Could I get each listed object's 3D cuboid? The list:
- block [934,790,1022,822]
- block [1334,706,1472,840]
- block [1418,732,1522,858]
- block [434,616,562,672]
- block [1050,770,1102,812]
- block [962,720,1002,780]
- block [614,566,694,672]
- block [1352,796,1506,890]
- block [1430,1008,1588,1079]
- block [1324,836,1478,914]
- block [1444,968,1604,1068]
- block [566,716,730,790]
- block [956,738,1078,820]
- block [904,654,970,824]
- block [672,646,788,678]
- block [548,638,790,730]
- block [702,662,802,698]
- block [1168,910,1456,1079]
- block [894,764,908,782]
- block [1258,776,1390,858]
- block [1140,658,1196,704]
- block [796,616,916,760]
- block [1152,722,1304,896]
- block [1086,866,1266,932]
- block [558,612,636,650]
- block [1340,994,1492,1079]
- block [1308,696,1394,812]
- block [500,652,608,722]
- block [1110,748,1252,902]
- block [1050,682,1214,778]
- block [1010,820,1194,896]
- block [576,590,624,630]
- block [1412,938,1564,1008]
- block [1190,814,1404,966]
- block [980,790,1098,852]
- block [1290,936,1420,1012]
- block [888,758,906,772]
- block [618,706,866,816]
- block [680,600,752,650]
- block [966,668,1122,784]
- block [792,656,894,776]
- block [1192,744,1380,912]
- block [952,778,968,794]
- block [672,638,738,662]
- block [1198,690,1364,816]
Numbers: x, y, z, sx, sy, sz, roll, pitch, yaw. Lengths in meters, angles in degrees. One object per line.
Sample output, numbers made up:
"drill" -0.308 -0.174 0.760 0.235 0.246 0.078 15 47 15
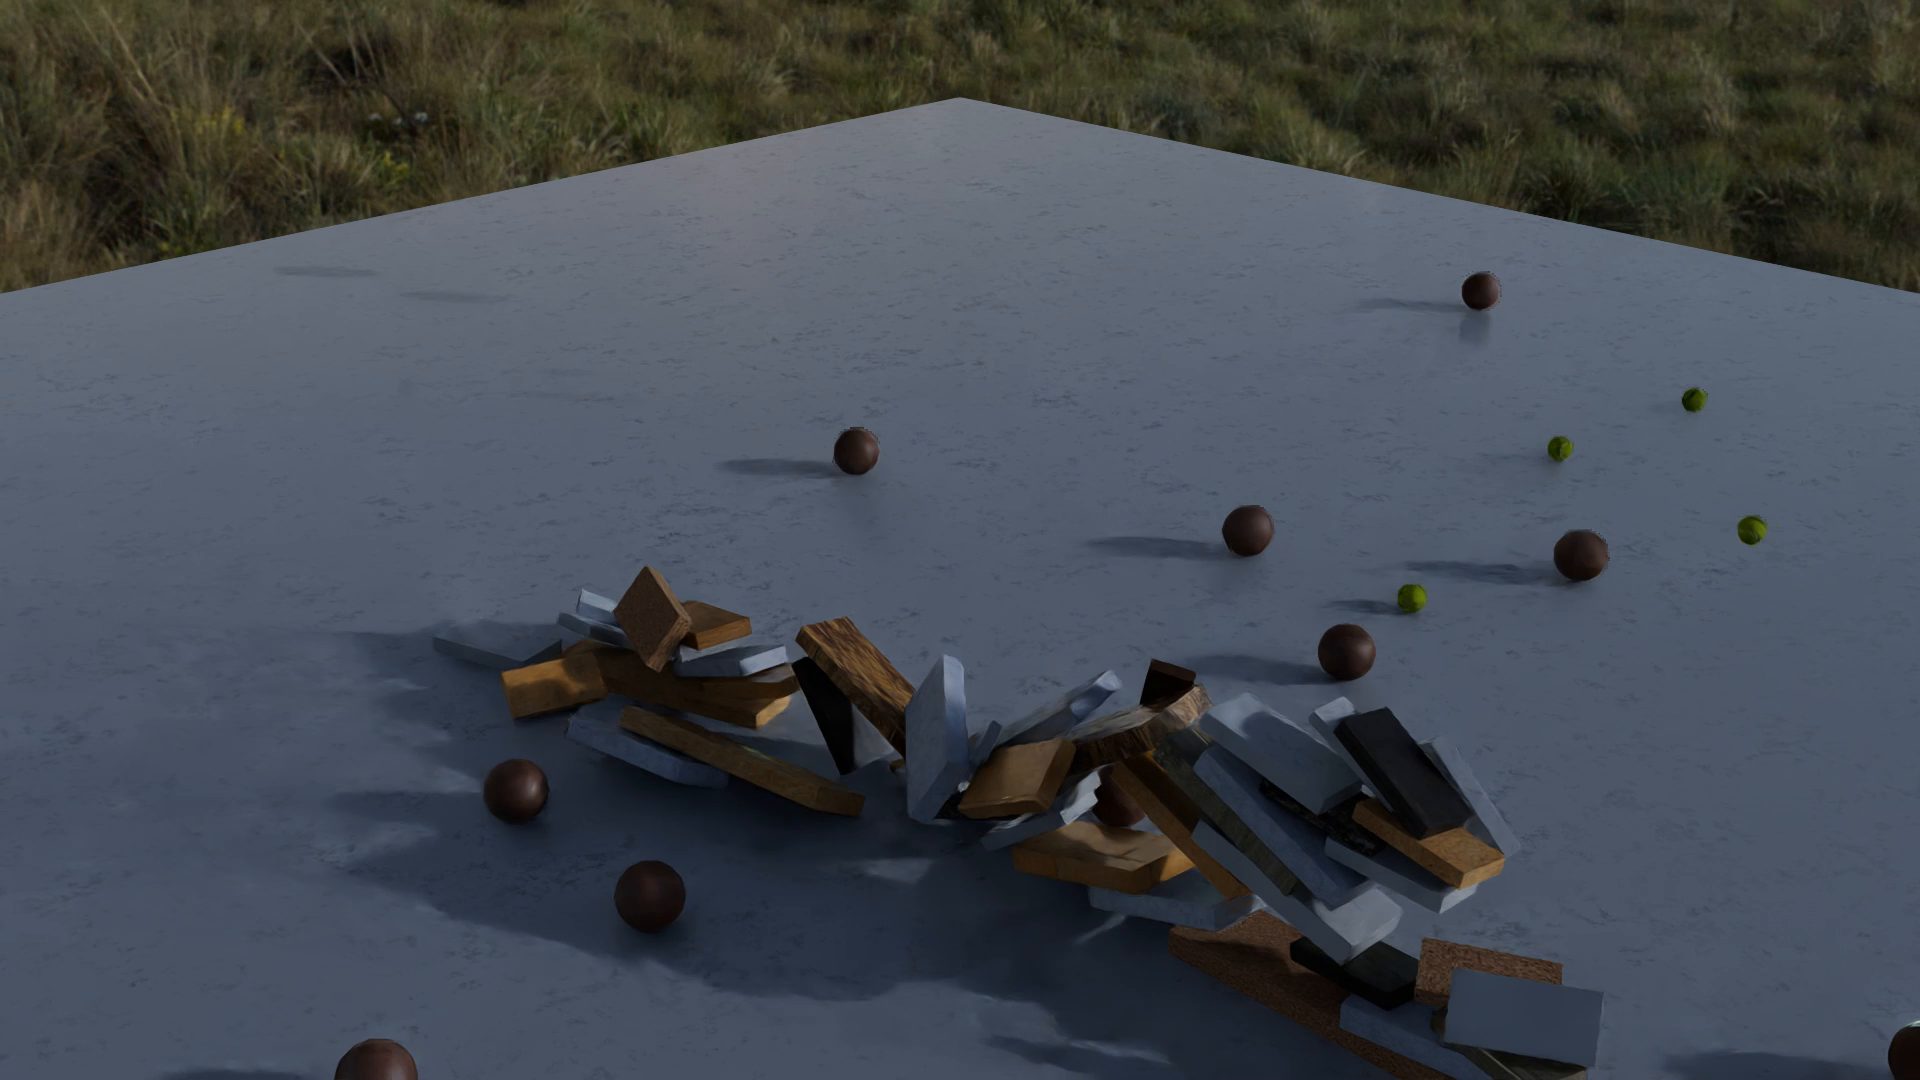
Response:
"block" 0.054 0.520 4.391 0.224 0.032 0.112 -5 17 45
"block" 0.737 0.387 3.666 0.114 0.032 0.236 -10 52 -38
"block" 0.854 0.435 3.716 0.032 0.229 0.114 -31 -7 -10
"block" -1.079 0.246 5.133 0.270 0.038 0.135 12 26 27
"block" 0.153 0.483 4.255 0.224 0.032 0.112 -6 18 47
"block" 0.019 0.417 4.251 0.024 0.171 0.085 34 54 -9
"block" -0.690 0.174 4.933 0.038 0.135 0.270 31 8 -34
"block" 0.774 0.492 3.634 0.114 0.032 0.229 -11 32 -40
"block" 0.880 0.817 3.537 0.117 0.033 0.233 -12 27 -27
"block" 0.735 0.542 3.667 0.229 0.032 0.114 25 28 36
"block" 0.894 0.758 3.492 0.233 0.117 0.033 7 -13 13
"block" -0.647 0.441 4.571 0.321 0.046 0.161 17 -1 35
"block" 0.104 0.445 4.084 0.265 0.037 0.132 -18 39 57
"block" -0.047 0.388 4.321 0.046 0.161 0.321 23 32 -18
"block" -0.512 0.269 4.878 0.128 0.036 0.257 -18 10 -41
"block" -0.660 0.322 4.954 0.563 0.038 0.135 12 26 25
"block" -0.429 0.305 4.795 0.257 0.036 0.128 -4 14 45
"block" 0.690 0.807 3.797 0.173 0.049 0.724 -20 30 -39
"block" -0.061 0.473 4.478 0.138 0.020 0.069 5 25 44
"block" 0.635 0.451 3.738 0.229 0.032 0.114 30 31 31
"block" 0.384 0.293 4.104 0.085 0.171 0.024 17 52 8
"block" -0.164 0.314 4.539 0.135 0.038 0.406 -11 48 -48
"block" 0.513 0.460 3.856 0.172 0.049 0.344 -16 53 -45
"block" 0.405 0.646 4.049 0.166 0.047 0.331 -18 11 -37
"block" -0.815 0.216 5.078 0.107 0.030 0.213 20 -1 38
"block" 0.827 0.815 3.651 0.346 0.049 0.173 18 29 36
"block" 0.687 0.360 3.714 0.085 0.024 0.212 -19 59 -41
"block" -0.900 0.324 4.871 0.213 0.107 0.030 -13 -17 -27
"block" 0.441 0.501 3.978 0.166 0.047 0.331 -12 45 -40
"block" 0.257 0.378 4.106 0.172 0.049 0.466 -30 3 -40
"block" 0.270 0.599 4.173 0.166 0.047 0.331 -19 14 -39
"block" -0.795 0.180 5.173 0.213 0.030 0.107 21 10 -11
"block" 0.869 0.728 3.618 0.229 0.032 0.114 9 40 14
"block" 0.587 0.584 3.838 0.346 0.049 0.173 39 35 27
"block" 0.153 0.545 4.281 0.224 0.032 0.112 -26 1 42
"block" 0.689 0.726 3.761 0.117 0.033 0.233 -17 22 -31
"block" -0.089 0.476 4.564 0.069 0.020 0.138 -19 16 -20
"block" -0.453 0.452 4.527 0.549 0.046 0.161 18 -2 35
"block" -0.595 0.190 4.947 0.135 0.038 0.270 -17 16 -31
"block" 0.151 0.365 4.287 0.132 0.037 0.434 -39 2 -36
"block" -0.246 0.353 4.633 0.128 0.257 0.036 -23 -3 -42
"block" 0.579 0.475 3.793 0.172 0.049 0.344 -16 53 -45
"block" -0.030 0.500 4.480 0.138 0.020 0.069 -15 8 44
"block" -0.620 0.216 5.018 0.135 0.038 0.270 -15 15 -25
"block" 0.551 0.362 3.766 0.265 0.037 0.132 36 34 29
